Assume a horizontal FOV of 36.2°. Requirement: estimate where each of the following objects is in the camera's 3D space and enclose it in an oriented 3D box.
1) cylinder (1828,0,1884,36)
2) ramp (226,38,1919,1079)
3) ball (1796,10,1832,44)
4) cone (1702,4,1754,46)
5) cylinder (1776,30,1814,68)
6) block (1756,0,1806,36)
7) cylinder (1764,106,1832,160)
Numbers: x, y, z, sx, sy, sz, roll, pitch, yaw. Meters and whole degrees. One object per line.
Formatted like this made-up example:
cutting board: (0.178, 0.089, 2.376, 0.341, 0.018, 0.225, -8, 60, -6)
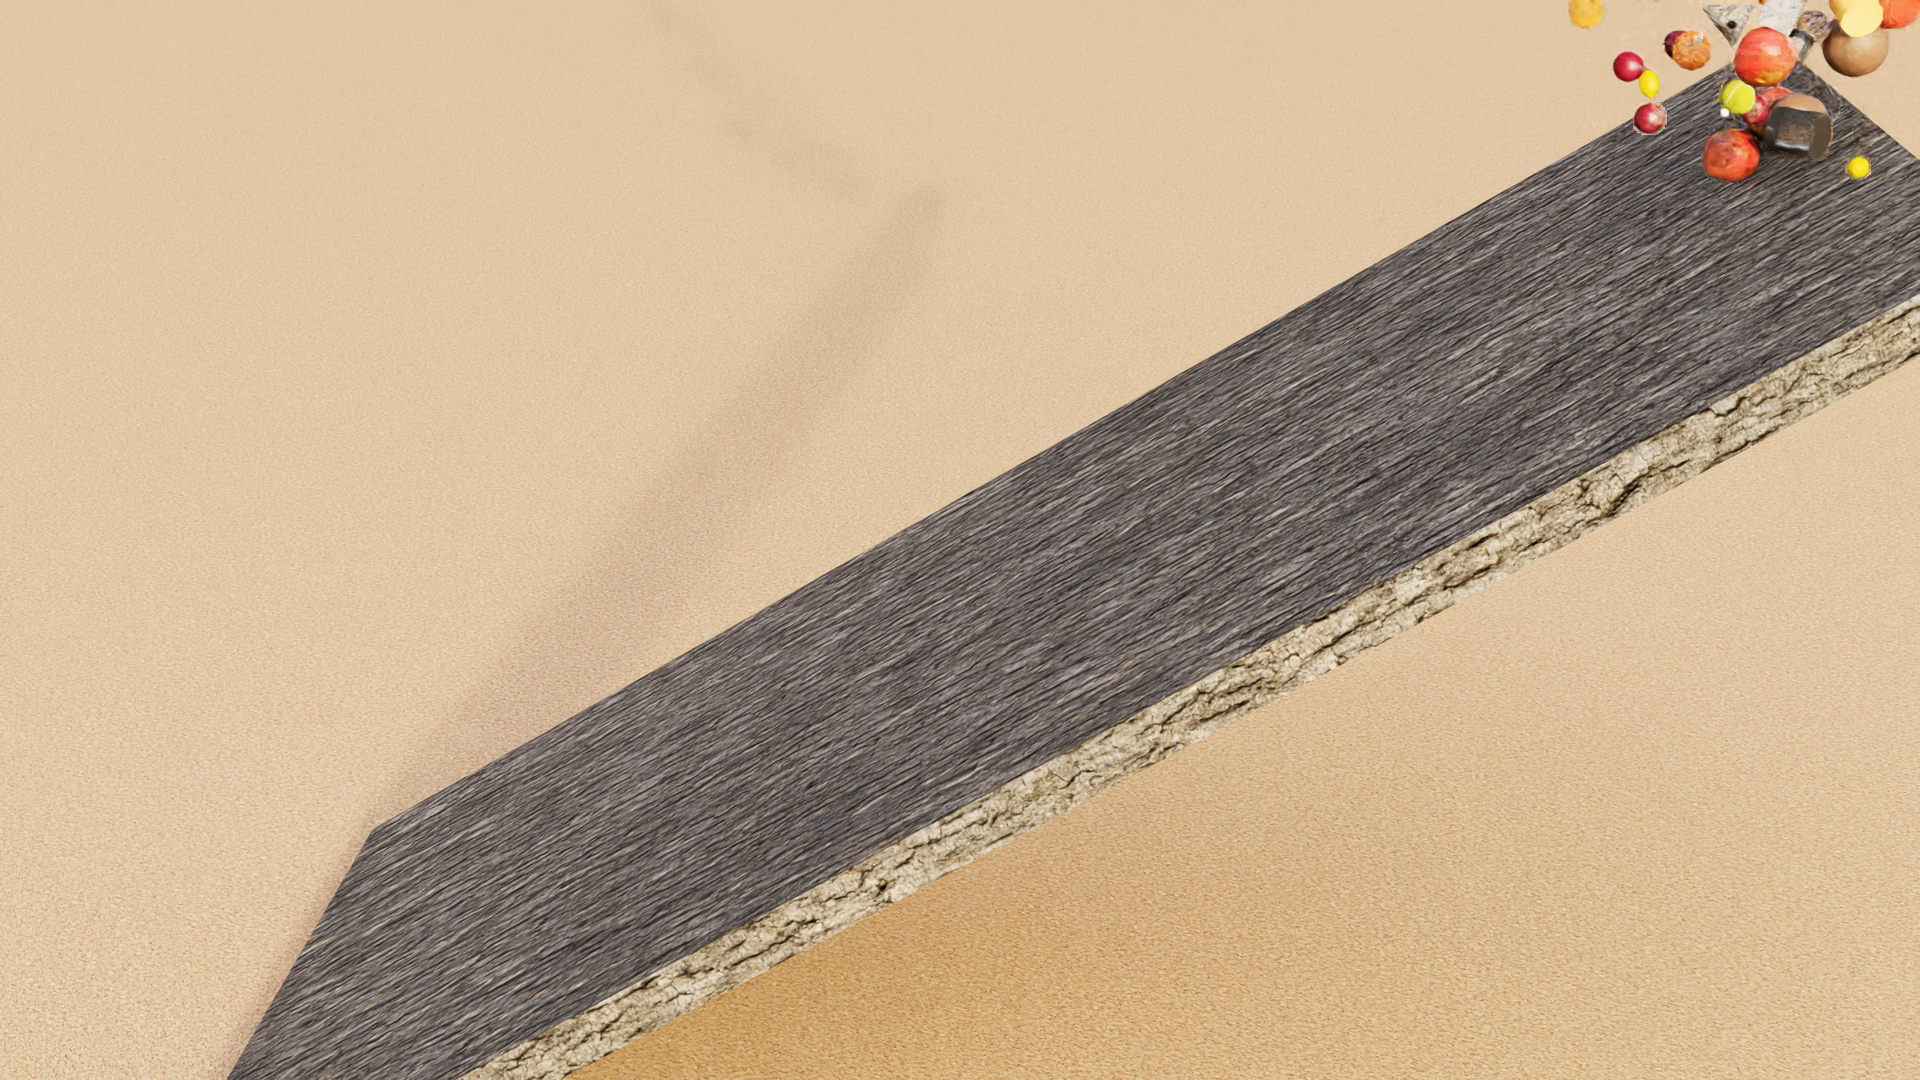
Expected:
cylinder: (1.656, -0.986, 5.439, 0.078, 0.078, 0.078, -2, 44, -6)
ramp: (0.141, 0.169, 6.288, 4.000, 0.100, 2.000, -29, 15, 13)
ball: (1.681, -1.011, 5.792, 0.066, 0.066, 0.066, 0, 19, 0)
cone: (1.433, -0.987, 5.534, 0.088, 0.088, 0.088, 26, 23, 4)
cylinder: (1.640, -0.964, 5.779, 0.055, 0.055, 0.055, 28, -13, 7)
block: (1.540, -0.992, 5.515, 0.066, 0.066, 0.066, 26, 23, 11)
cylinder: (1.596, -0.776, 5.602, 0.090, 0.090, 0.090, 18, 26, 40)
